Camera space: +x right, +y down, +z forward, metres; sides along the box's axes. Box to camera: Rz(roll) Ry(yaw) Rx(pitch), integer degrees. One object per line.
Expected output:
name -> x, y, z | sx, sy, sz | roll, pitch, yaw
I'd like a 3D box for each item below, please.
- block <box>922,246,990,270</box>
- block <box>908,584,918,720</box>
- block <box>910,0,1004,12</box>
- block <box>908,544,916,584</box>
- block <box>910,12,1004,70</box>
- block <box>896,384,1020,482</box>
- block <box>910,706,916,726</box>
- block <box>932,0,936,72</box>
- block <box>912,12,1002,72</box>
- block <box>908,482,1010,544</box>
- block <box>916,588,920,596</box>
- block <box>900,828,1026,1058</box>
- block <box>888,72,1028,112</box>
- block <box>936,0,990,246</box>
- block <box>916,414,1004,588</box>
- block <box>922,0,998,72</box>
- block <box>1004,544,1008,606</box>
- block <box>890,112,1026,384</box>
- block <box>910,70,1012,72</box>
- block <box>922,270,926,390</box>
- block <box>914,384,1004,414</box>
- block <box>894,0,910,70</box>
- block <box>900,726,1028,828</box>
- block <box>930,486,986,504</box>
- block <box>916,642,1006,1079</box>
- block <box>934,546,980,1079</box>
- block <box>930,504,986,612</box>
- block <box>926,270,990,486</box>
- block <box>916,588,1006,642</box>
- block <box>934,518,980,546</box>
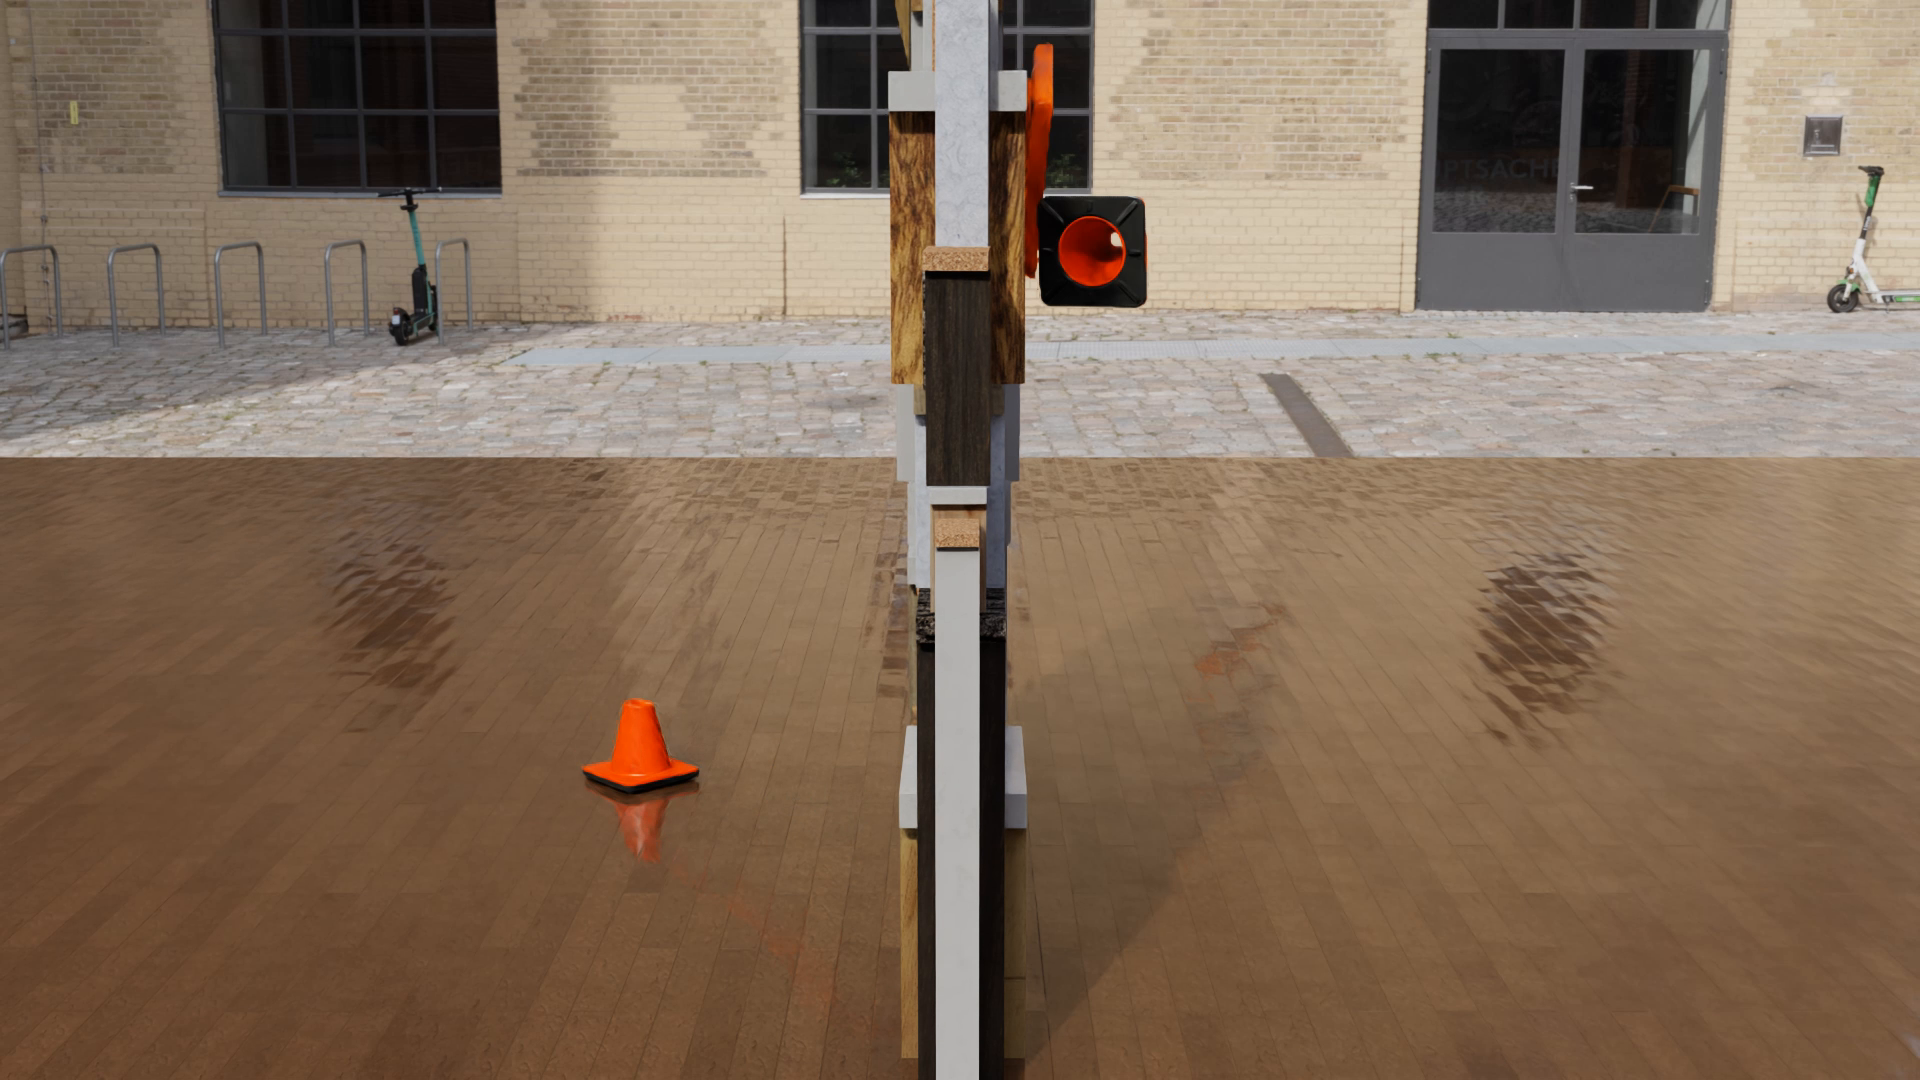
block -> -0.003, -0.359, 2.797 | 0.081, 0.023, 0.163 | 0, 10, 2
block -> -0.006, 0.232, 3.770 | 0.162, 0.341, 0.046 | 0, 10, 0
block -> -0.004, -0.822, 3.366 | 0.136, 0.039, 0.272 | 0, 11, 0
block -> -0.007, 0.022, 3.841 | 0.162, 0.046, 0.324 | 0, 11, 0
block -> -0.006, -0.909, 3.541 | 0.150, 0.301, 0.043 | 0, 10, -1
block -> -0.002, -0.350, 3.188 | 0.179, 0.528, 0.051 | 0, 11, 0
block -> -0.003, 0.315, 3.412 | 0.148, 0.042, 0.296 | 0, 11, 0
block -> -0.003, -0.684, 2.892 | 0.068, 0.136, 0.019 | 0, 11, 0
block -> -0.004, -0.653, 3.305 | 0.136, 0.272, 0.039 | 0, 11, 0
block -> -0.002, -0.179, 3.786 | 0.178, 0.369, 0.050 | 0, 11, 0
block -> -0.002, -0.063, 3.115 | 0.119, 0.282, 0.034 | 0, 11, 0
block -> 0.004, 0.540, 3.010 | 0.170, 0.339, 0.048 | 0, 11, 0
block -> -0.003, -0.613, 3.018 | 0.179, 0.051, 0.358 | 0, 10, 0
block -> 0.003, -0.557, 2.821 | 0.068, 0.359, 0.019 | 1, 10, 7
block -> 0.000, -0.056, 2.956 | 0.119, 0.238, 0.034 | 0, 10, 0
block -> 0.001, -0.752, 3.059 | 0.104, 0.208, 0.029 | 0, 10, 0
block -> -0.001, 0.164, 4.095 | 0.175, 0.350, 0.050 | 0, 10, 1
block -> -0.003, -0.390, 2.938 | 0.179, 0.358, 0.051 | 0, 11, 0
block -> 0.000, -0.761, 3.687 | 0.165, 0.047, 0.330 | -1, 11, -1
block -> -0.007, -0.277, 2.869 | 0.081, 0.163, 0.023 | 1, 11, 6
block -> -0.002, -0.204, 3.009 | 0.119, 0.034, 0.238 | 0, 11, 0
block -> -0.052, -0.945, 3.956 | 0.120, 0.283, 0.034 | -12, 25, 2
block -> 0.005, 0.329, 3.086 | 0.170, 0.048, 0.339 | 0, 11, 0
block -> -0.003, -0.068, 2.837 | 0.071, 0.020, 0.142 | 0, 10, 0
block -> 0.001, 0.425, 2.875 | 0.113, 0.614, 0.032 | 0, 10, 0
block -> -0.003, 0.376, 2.752 | 0.054, 0.755, 0.015 | 0, 11, 0
block -> -0.002, 0.021, 2.805 | 0.071, 0.142, 0.020 | 0, 10, 0
block -> -0.002, -0.204, 2.770 | 0.081, 0.272, 0.023 | 0, 10, 0
block -> 0.002, 0.094, 2.890 | 0.113, 0.032, 0.227 | 0, 10, 0
block -> -0.004, -0.009, 2.717 | 0.054, 0.015, 0.109 | 0, 11, 0
